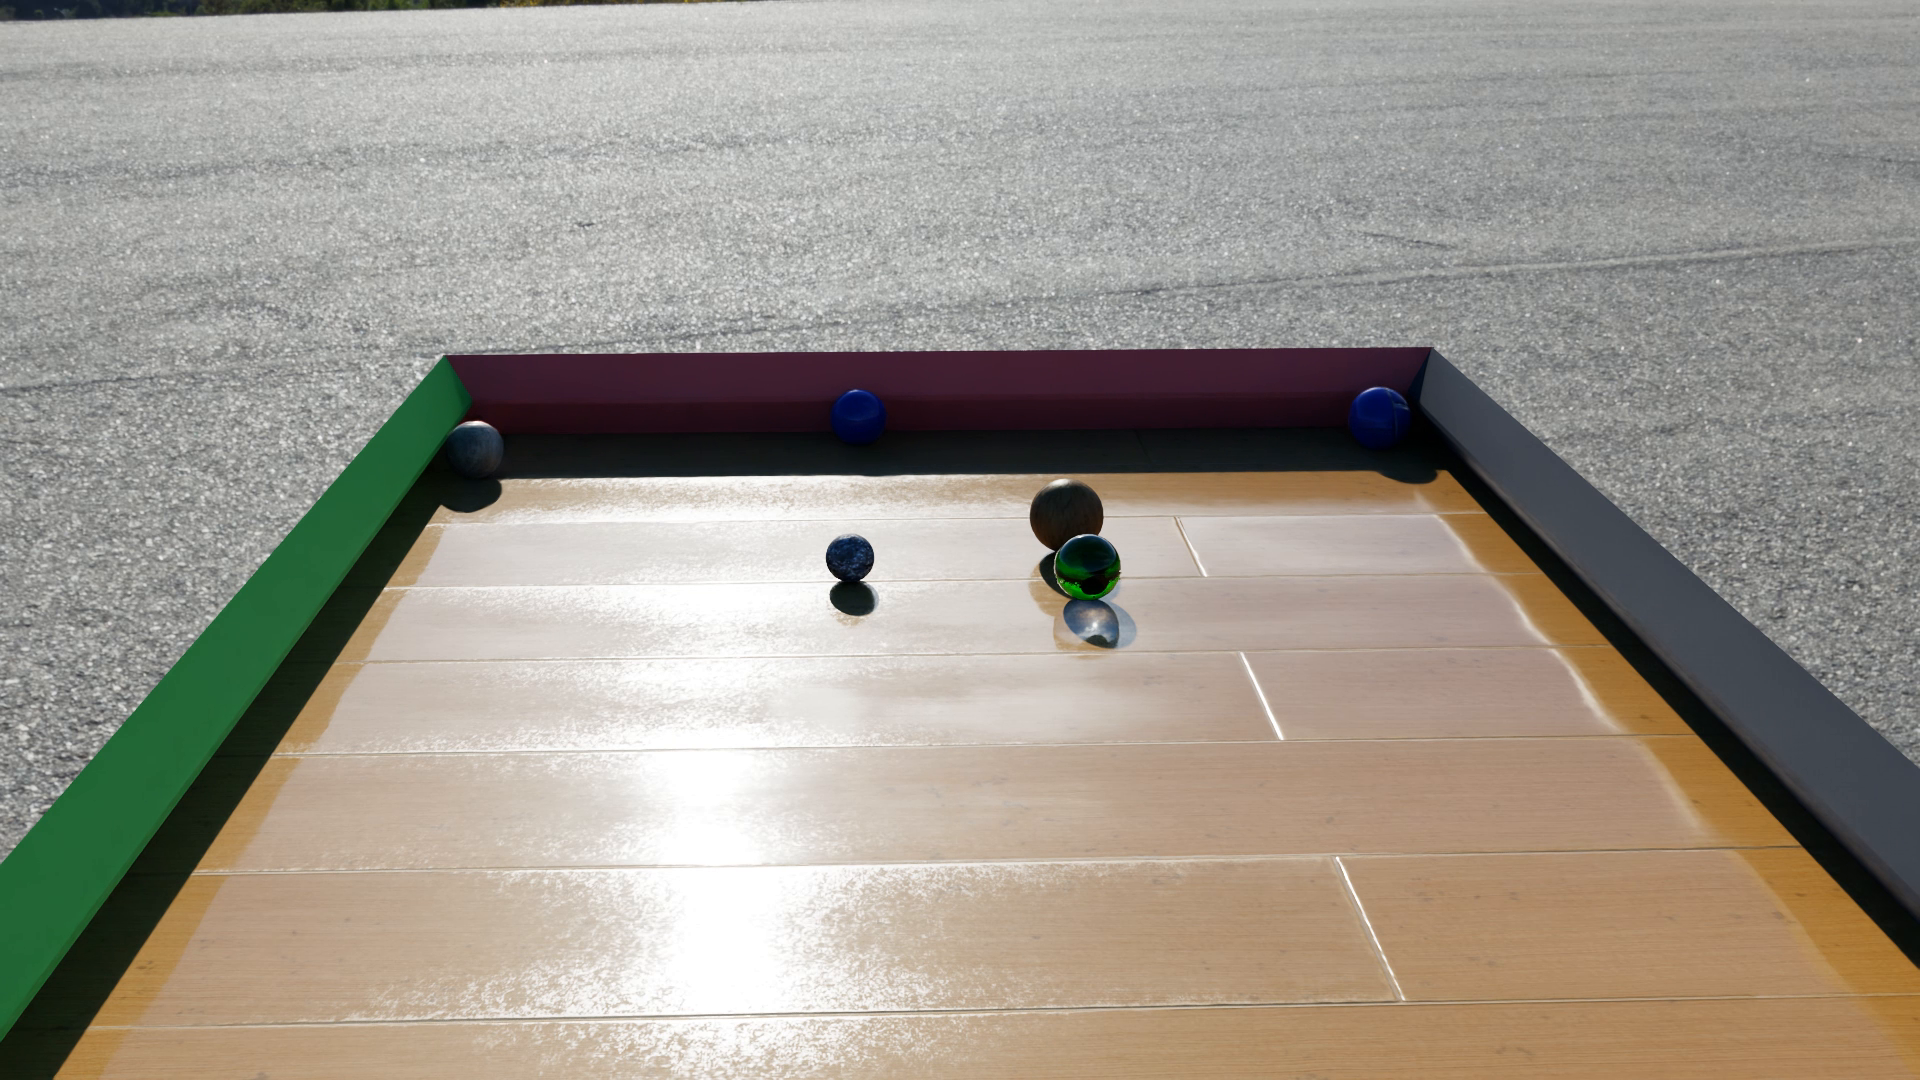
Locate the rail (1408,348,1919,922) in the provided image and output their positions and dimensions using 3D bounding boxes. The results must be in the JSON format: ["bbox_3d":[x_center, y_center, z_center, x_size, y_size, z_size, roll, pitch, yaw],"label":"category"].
[{"bbox_3d":[0.719,0.172,1.935,0.045,0.116,2.708,-1,17,-2],"label":"rail"}]

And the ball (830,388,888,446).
[{"bbox_3d":[-0.144,-0.174,3.124,0.080,0.080,0.080,0,17,0],"label":"ball"}]

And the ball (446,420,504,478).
[{"bbox_3d":[-0.653,-0.122,2.959,0.078,0.078,0.078,0,17,0],"label":"ball"}]

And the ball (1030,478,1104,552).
[{"bbox_3d":[0.128,-0.029,2.637,0.090,0.090,0.090,0,17,0],"label":"ball"}]

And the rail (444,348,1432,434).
[{"bbox_3d":[-0.025,-0.211,3.180,1.435,0.116,0.045,-1,17,-2],"label":"rail"}]

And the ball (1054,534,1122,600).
[{"bbox_3d":[0.143,0.030,2.468,0.075,0.075,0.075,0,17,0],"label":"ball"}]

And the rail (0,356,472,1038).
[{"bbox_3d":[-0.668,0.187,1.885,0.045,0.116,2.708,-1,17,-2],"label":"rail"}]

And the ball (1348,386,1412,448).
[{"bbox_3d":[0.592,-0.173,3.107,0.088,0.088,0.088,0,17,0],"label":"ball"}]

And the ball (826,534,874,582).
[{"bbox_3d":[-0.127,0.020,2.532,0.057,0.057,0.057,0,17,0],"label":"ball"}]
